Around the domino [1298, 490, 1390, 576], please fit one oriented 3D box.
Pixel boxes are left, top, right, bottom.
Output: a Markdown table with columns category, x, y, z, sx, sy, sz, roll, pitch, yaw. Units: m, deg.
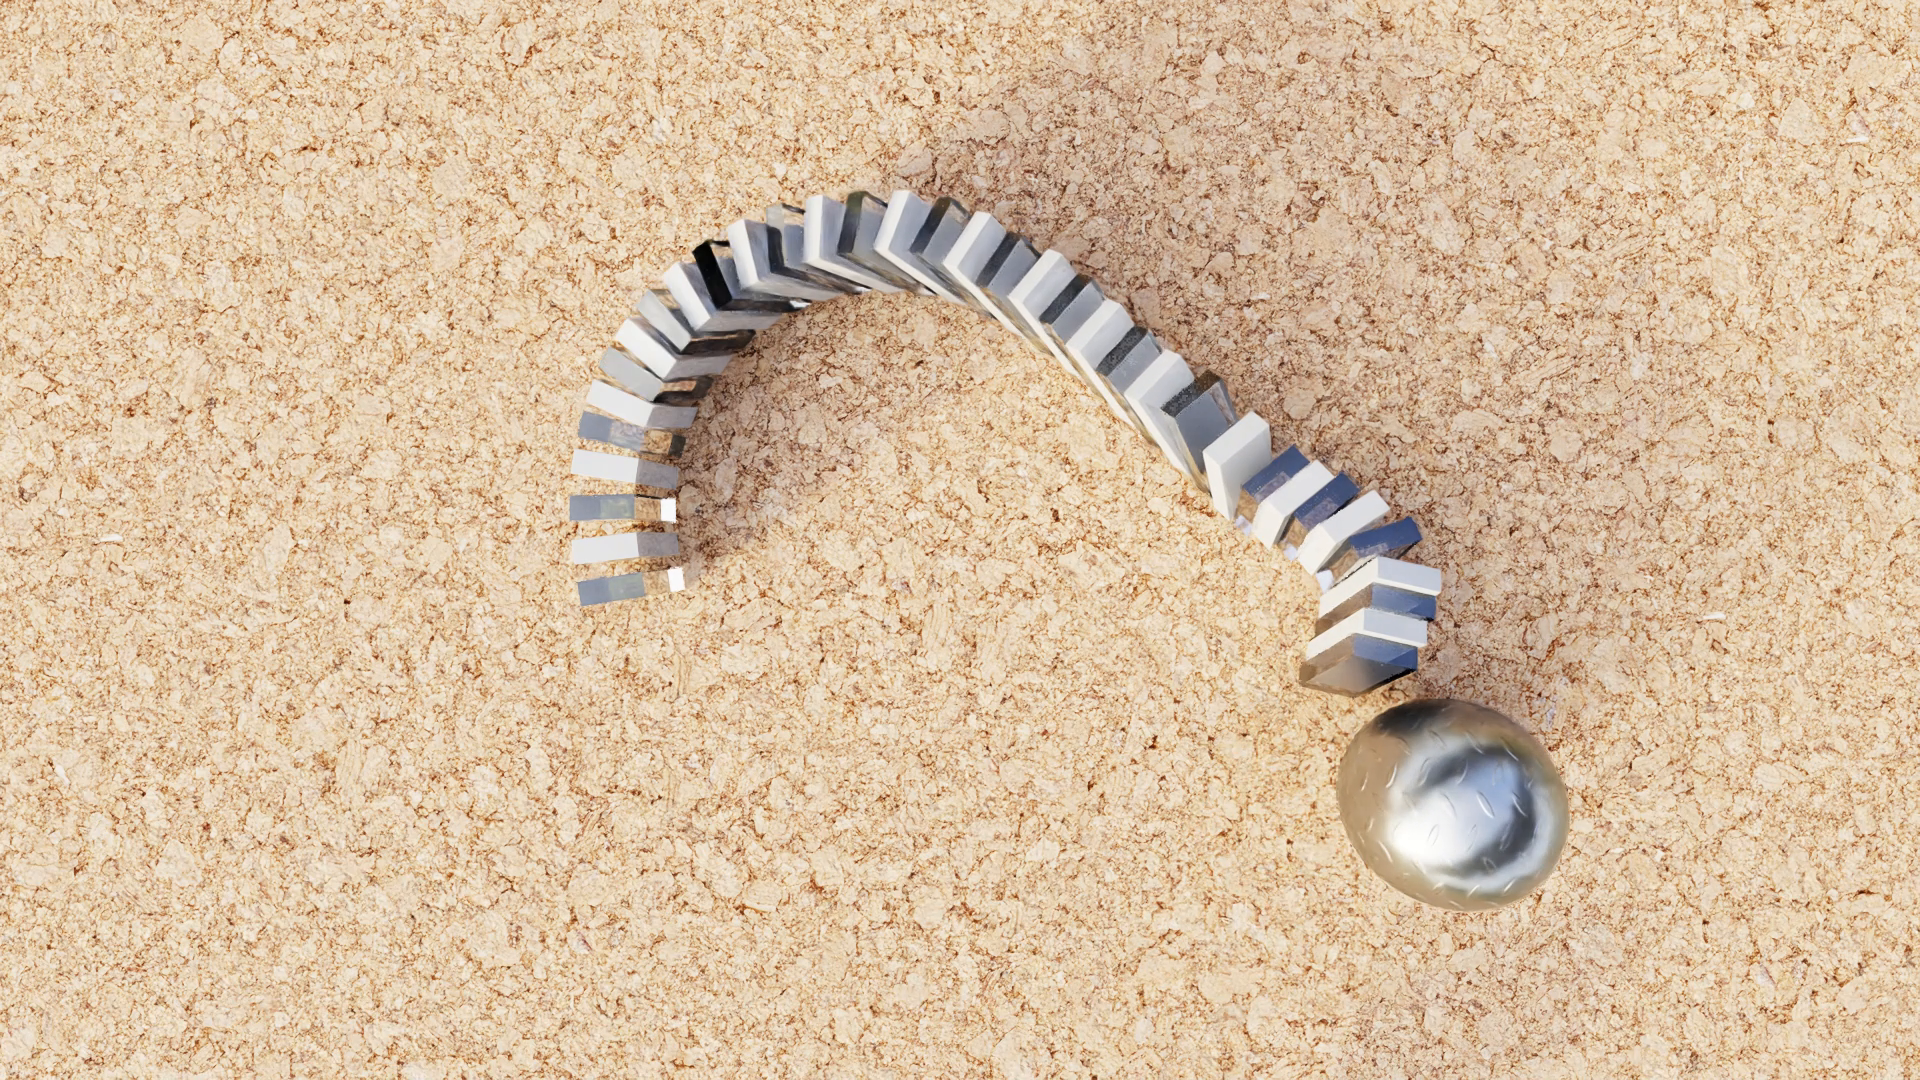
| category | x | y | z | sx | sy | sz | roll | pitch | yaw |
| --- | --- | --- | --- | --- | --- | --- | --- | --- | --- |
| domino | 0.156 | -0.002 | 0.375 | 0.025 | 0.050 | 0.010 | -33 | 71 | 0 |

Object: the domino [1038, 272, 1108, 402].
| category | x | y | z | sx | sy | sz | roll | pitch | yaw |
| --- | --- | --- | --- | --- | --- | --- | --- | --- | --- |
| domino | 0.056 | -0.083 | 0.380 | 0.025 | 0.010 | 0.050 | -48 | 132 | 0 |

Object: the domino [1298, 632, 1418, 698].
| category | x | y | z | sx | sy | sz | roll | pitch | yaw |
| --- | --- | --- | --- | --- | --- | --- | --- | --- | --- |
| domino | 0.162 | 0.052 | 0.375 | 0.025 | 0.050 | 0.009 | 13 | 67 | 0 |

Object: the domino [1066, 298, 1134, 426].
| category | x | y | z | sx | sy | sz | roll | pitch | yaw |
| --- | --- | --- | --- | --- | --- | --- | --- | --- | --- |
| domino | 0.067 | -0.073 | 0.380 | 0.025 | 0.009 | 0.050 | -48 | 130 | 0 |

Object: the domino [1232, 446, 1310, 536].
| category | x | y | z | sx | sy | sz | roll | pitch | yaw |
| --- | --- | --- | --- | --- | --- | --- | --- | --- | --- |
| domino | 0.126 | -0.019 | 0.375 | 0.025 | 0.050 | 0.010 | -39 | 71 | 0 |

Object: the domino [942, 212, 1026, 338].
| category | x | y | z | sx | sy | sz | roll | pitch | yaw |
| --- | --- | --- | --- | --- | --- | --- | --- | --- | --- |
| domino | 0.017 | -0.109 | 0.379 | 0.050 | 0.010 | 0.025 | 33 | 90 | -45 |

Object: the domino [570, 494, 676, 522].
| category | x | y | z | sx | sy | sz | roll | pitch | yaw |
| --- | --- | --- | --- | --- | --- | --- | --- | --- | --- |
| domino | -0.137 | -0.013 | 0.375 | 0.025 | 0.050 | 0.009 | -1 | 90 | 0 |

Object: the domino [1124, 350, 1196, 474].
| category | x | y | z | sx | sy | sz | roll | pitch | yaw |
| --- | --- | --- | --- | --- | --- | --- | --- | --- | --- |
| domino | 0.090 | -0.052 | 0.381 | 0.025 | 0.009 | 0.050 | -46 | 129 | 0 |

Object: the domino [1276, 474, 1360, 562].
| category | x | y | z | sx | sy | sz | roll | pitch | yaw |
| --- | --- | --- | --- | --- | --- | --- | --- | --- | --- |
| domino | 0.145 | -0.008 | 0.375 | 0.025 | 0.050 | 0.010 | -39 | 71 | 0 |

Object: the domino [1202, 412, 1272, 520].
| category | x | y | z | sx | sy | sz | roll | pitch | yaw |
| --- | --- | --- | --- | --- | --- | --- | --- | --- | --- |
| domino | 0.115 | -0.029 | 0.376 | 0.025 | 0.050 | 0.009 | -39 | 58 | 0 |

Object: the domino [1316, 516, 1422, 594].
| category | x | y | z | sx | sy | sz | roll | pitch | yaw |
| --- | --- | --- | --- | --- | --- | --- | --- | --- | --- |
| domino | 0.166 | 0.007 | 0.375 | 0.025 | 0.050 | 0.010 | -17 | 70 | 0 |

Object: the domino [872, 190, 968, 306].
| category | x | y | z | sx | sy | sz | roll | pitch | yaw |
| --- | --- | --- | --- | --- | --- | --- | --- | --- | --- |
| domino | -0.011 | -0.120 | 0.378 | 0.010 | 0.050 | 0.025 | 21 | 90 | 42 |

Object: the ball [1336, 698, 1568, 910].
| category | x | y | z | sx | sy | sz | roll | pitch | yaw |
| --- | --- | --- | --- | --- | --- | --- | --- | --- | --- |
| ball | 0.191 | 0.103 | 0.360 | 0.080 | 0.080 | 0.080 | 0 | 90 | 0 |

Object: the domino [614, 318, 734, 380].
| category | x | y | z | sx | sy | sz | roll | pitch | yaw |
| --- | --- | --- | --- | --- | --- | --- | --- | --- | --- |
| domino | -0.115 | -0.079 | 0.375 | 0.025 | 0.050 | 0.009 | 41 | 108 | 0 |

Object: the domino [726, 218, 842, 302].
| category | x | y | z | sx | sy | sz | roll | pitch | yaw |
| --- | --- | --- | --- | --- | --- | --- | --- | --- | --- |
| domino | -0.071 | -0.114 | 0.377 | 0.010 | 0.050 | 0.025 | -13 | 90 | 34 |

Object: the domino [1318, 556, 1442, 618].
| category | x | y | z | sx | sy | sz | roll | pitch | yaw |
| --- | --- | --- | --- | --- | --- | --- | --- | --- | --- |
| domino | 0.171 | 0.022 | 0.375 | 0.025 | 0.050 | 0.010 | 13 | 67 | 0 |

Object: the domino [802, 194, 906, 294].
| category | x | y | z | sx | sy | sz | roll | pitch | yaw |
| --- | --- | --- | --- | --- | --- | --- | --- | --- | --- |
| domino | -0.042 | -0.121 | 0.378 | 0.010 | 0.050 | 0.025 | 3 | 90 | 39 |

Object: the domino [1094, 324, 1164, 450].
| category | x | y | z | sx | sy | sz | roll | pitch | yaw |
| --- | --- | --- | --- | --- | --- | --- | --- | --- | --- |
| domino | 0.078 | -0.062 | 0.380 | 0.025 | 0.010 | 0.050 | -48 | 130 | 0 |

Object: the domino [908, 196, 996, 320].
| category | x | y | z | sx | sy | sz | roll | pitch | yaw |
| --- | --- | --- | --- | --- | --- | --- | --- | --- | --- |
| domino | 0.004 | -0.116 | 0.379 | 0.010 | 0.050 | 0.025 | 29 | 90 | 44 |

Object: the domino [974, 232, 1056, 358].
| category | x | y | z | sx | sy | sz | roll | pitch | yaw |
| --- | --- | --- | --- | --- | --- | --- | --- | --- | --- |
| domino | 0.030 | -0.101 | 0.379 | 0.050 | 0.009 | 0.025 | 34 | 90 | -43 |

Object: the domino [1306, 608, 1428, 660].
| category | x | y | z | sx | sy | sz | roll | pitch | yaw |
| --- | --- | --- | --- | --- | --- | --- | --- | --- | --- |
| domino | 0.165 | 0.042 | 0.375 | 0.025 | 0.050 | 0.009 | 13 | 67 | 0 |

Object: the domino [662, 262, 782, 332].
| category | x | y | z | sx | sy | sz | roll | pitch | yaw |
| --- | --- | --- | --- | --- | --- | --- | --- | --- | --- |
| domino | -0.096 | -0.100 | 0.376 | 0.010 | 0.050 | 0.025 | -31 | 90 | 27 |

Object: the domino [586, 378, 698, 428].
| category | x | y | z | sx | sy | sz | roll | pitch | yaw |
| --- | --- | --- | --- | --- | --- | --- | --- | --- | --- |
| domino | -0.128 | -0.055 | 0.375 | 0.025 | 0.050 | 0.009 | 24 | 98 | 0 |

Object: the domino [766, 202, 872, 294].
| category | x | y | z | sx | sy | sz | roll | pitch | yaw |
| --- | --- | --- | --- | --- | --- | --- | --- | --- | --- |
| domino | -0.057 | -0.119 | 0.377 | 0.009 | 0.050 | 0.025 | -4 | 90 | 36 |

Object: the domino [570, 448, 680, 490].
| category | x | y | z | sx | sy | sz | roll | pitch | yaw |
| --- | --- | --- | --- | --- | --- | --- | --- | --- | --- |
| domino | -0.136 | -0.028 | 0.375 | 0.025 | 0.050 | 0.010 | 9 | 90 | 0 |

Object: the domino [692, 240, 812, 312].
| category | x | y | z | sx | sy | sz | roll | pitch | yaw |
| --- | --- | --- | --- | --- | --- | --- | --- | --- | --- |
| domino | -0.084 | -0.107 | 0.376 | 0.010 | 0.050 | 0.025 | -23 | 90 | 30 |

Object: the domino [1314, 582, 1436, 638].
| category | x | y | z | sx | sy | sz | roll | pitch | yaw |
| --- | --- | --- | --- | --- | --- | --- | --- | --- | --- |
| domino | 0.169 | 0.033 | 0.375 | 0.025 | 0.050 | 0.009 | 13 | 67 | 0 |

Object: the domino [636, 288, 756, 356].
| category | x | y | z | sx | sy | sz | roll | pitch | yaw |
| --- | --- | --- | --- | --- | --- | --- | --- | --- | --- |
| domino | -0.107 | -0.090 | 0.375 | 0.010 | 0.050 | 0.025 | -40 | 90 | 23 |

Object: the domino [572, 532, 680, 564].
| category | x | y | z | sx | sy | sz | roll | pitch | yaw |
| --- | --- | --- | --- | --- | --- | --- | --- | --- | --- |
| domino | -0.135 | 0.003 | 0.375 | 0.025 | 0.050 | 0.009 | -7 | 90 | 0 |

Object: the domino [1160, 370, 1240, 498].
| category | x | y | z | sx | sy | sz | roll | pitch | yaw |
| --- | --- | --- | --- | --- | --- | --- | --- | --- | --- |
| domino | 0.104 | -0.043 | 0.380 | 0.025 | 0.009 | 0.050 | -39 | 129 | -1 |

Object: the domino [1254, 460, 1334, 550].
| category | x | y | z | sx | sy | sz | roll | pitch | yaw |
| --- | --- | --- | --- | --- | --- | --- | --- | --- | --- |
| domino | 0.136 | -0.013 | 0.375 | 0.025 | 0.050 | 0.009 | -39 | 71 | 0 |

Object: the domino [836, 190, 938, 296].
| category | x | y | z | sx | sy | sz | roll | pitch | yaw |
| --- | --- | --- | --- | --- | --- | --- | --- | --- | --- |
| domino | -0.027 | -0.121 | 0.378 | 0.009 | 0.050 | 0.025 | 11 | 90 | 41 |

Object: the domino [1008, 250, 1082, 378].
| category | x | y | z | sx | sy | sz | roll | pitch | yaw |
| --- | --- | --- | --- | --- | --- | --- | --- | --- | --- |
| domino | 0.044 | -0.093 | 0.380 | 0.025 | 0.010 | 0.050 | -50 | 132 | 0 |

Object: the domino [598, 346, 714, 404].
| category | x | y | z | sx | sy | sz | roll | pitch | yaw |
| --- | --- | --- | --- | --- | --- | --- | --- | --- | --- |
| domino | -0.123 | -0.068 | 0.375 | 0.025 | 0.050 | 0.009 | 34 | 103 | 0 |

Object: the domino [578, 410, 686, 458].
| category | x | y | z | sx | sy | sz | roll | pitch | yaw |
| --- | --- | --- | --- | --- | --- | --- | --- | --- | --- |
| domino | -0.133 | -0.043 | 0.375 | 0.025 | 0.050 | 0.010 | 16 | 93 | 0 |

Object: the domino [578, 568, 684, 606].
| category | x | y | z | sx | sy | sz | roll | pitch | yaw |
| --- | --- | --- | --- | --- | --- | --- | --- | --- | --- |
| domino | -0.133 | 0.019 | 0.375 | 0.025 | 0.050 | 0.009 | -9 | 90 | 0 |
